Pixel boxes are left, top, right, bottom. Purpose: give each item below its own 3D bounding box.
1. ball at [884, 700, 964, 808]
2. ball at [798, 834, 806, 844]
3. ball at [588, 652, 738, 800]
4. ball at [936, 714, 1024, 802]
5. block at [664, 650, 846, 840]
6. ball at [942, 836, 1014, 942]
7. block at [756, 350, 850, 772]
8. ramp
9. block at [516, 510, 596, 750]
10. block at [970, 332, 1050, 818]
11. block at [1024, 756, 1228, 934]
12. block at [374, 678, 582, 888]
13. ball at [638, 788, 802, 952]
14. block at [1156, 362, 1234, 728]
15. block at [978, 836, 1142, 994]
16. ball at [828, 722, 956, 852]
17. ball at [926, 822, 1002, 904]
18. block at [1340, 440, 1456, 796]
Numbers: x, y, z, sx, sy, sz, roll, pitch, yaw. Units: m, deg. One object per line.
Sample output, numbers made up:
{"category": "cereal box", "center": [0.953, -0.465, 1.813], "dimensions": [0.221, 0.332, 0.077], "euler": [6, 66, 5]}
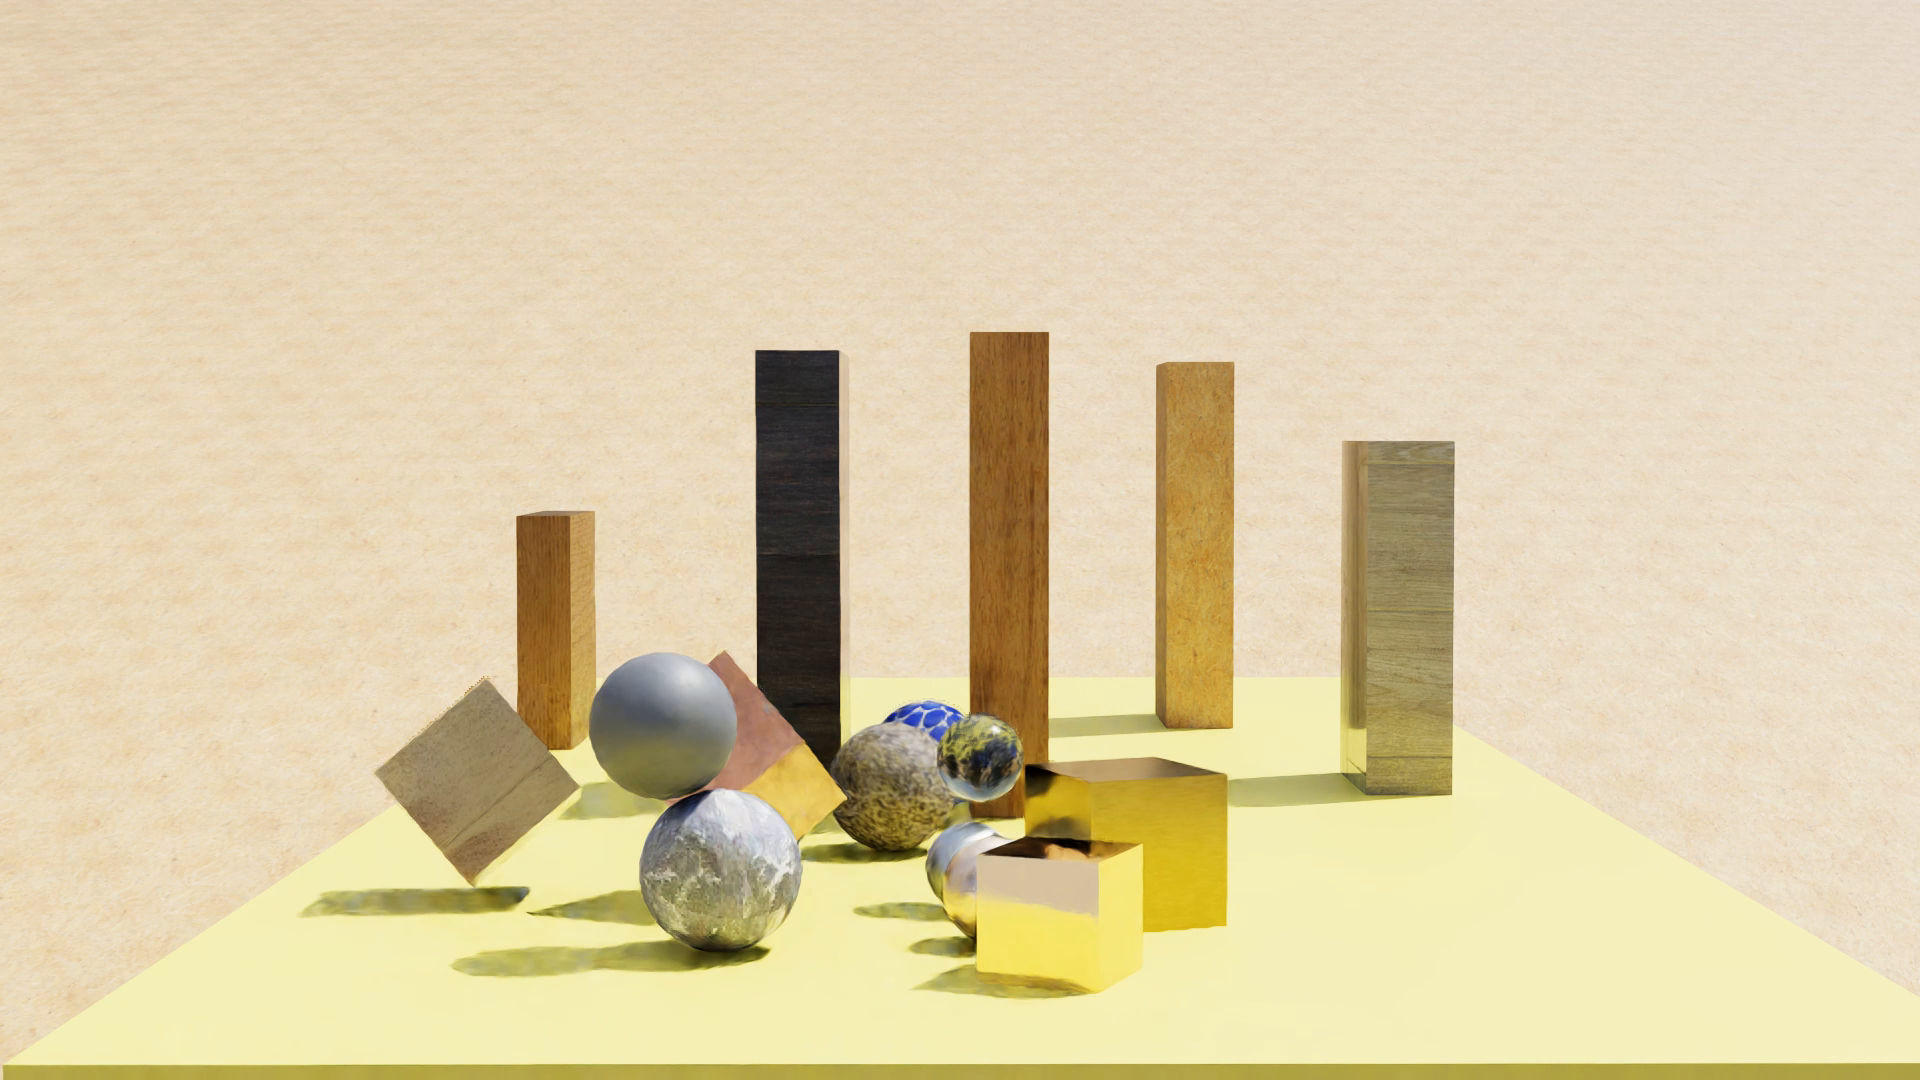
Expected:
{"category": "ball", "center": [-0.053, 0.345, 4.085], "dimensions": [0.179, 0.179, 0.179], "euler": [0, 23, 0]}
{"category": "ball", "center": [-0.284, 0.399, 3.765], "dimensions": [0.134, 0.134, 0.134], "euler": [0, 23, 0]}
{"category": "ball", "center": [-0.355, 0.222, 3.080], "dimensions": [0.177, 0.177, 0.177], "euler": [0, 23, 0]}
{"category": "ball", "center": [0.026, 0.287, 3.391], "dimensions": [0.115, 0.115, 0.115], "euler": [0, 23, 0]}
{"category": "block", "center": [-0.301, 0.304, 3.406], "dimensions": [0.185, 0.185, 0.185], "euler": [-40, 57, -7]}
{"category": "ball", "center": [0.044, 0.426, 3.130], "dimensions": [0.131, 0.131, 0.131], "euler": [0, 23, 0]}
{"category": "block", "center": [-0.271, 0.055, 4.493], "dimensions": [0.140, 0.759, 0.394], "euler": [0, 2, 0]}
{"category": "ramp", "center": [0.053, 0.483, 4.539], "dimensions": [2.000, 0.100, 4.000], "euler": [0, 2, 0]}
{"category": "block", "center": [-0.813, 0.176, 5.205], "dimensions": [0.105, 0.460, 0.348], "euler": [0, 2, 0]}
{"category": "block", "center": [0.079, 0.052, 4.275], "dimensions": [0.127, 0.783, 0.278], "euler": [0, 2, 0]}
{"category": "block", "center": [0.211, 0.389, 3.293], "dimensions": [0.192, 0.192, 0.192], "euler": [-1, 3, -23]}
{"category": "block", "center": [-0.642, 0.329, 3.448], "dimensions": [0.189, 0.189, 0.189], "euler": [-41, -2, -12]}
{"category": "ball", "center": [-0.287, 0.396, 3.087], "dimensions": [0.195, 0.195, 0.195], "euler": [0, 23, 0]}
{"category": "block", "center": [0.503, 0.006, 5.541], "dimensions": [0.141, 0.770, 0.300], "euler": [0, 2, 0]}
{"category": "block", "center": [0.116, 0.426, 2.947], "dimensions": [0.146, 0.146, 0.146], "euler": [1, 3, 24]}
{"category": "ball", "center": [-0.102, 0.367, 3.828], "dimensions": [0.191, 0.191, 0.191], "euler": [0, 23, 0]}
{"category": "ball", "center": [0.014, 0.425, 3.340], "dimensions": [0.117, 0.117, 0.117], "euler": [0, 23, 0]}
{"category": "block", "center": [0.770, 0.128, 4.550], "dimensions": [0.148, 0.607, 0.300], "euler": [0, 2, 0]}
